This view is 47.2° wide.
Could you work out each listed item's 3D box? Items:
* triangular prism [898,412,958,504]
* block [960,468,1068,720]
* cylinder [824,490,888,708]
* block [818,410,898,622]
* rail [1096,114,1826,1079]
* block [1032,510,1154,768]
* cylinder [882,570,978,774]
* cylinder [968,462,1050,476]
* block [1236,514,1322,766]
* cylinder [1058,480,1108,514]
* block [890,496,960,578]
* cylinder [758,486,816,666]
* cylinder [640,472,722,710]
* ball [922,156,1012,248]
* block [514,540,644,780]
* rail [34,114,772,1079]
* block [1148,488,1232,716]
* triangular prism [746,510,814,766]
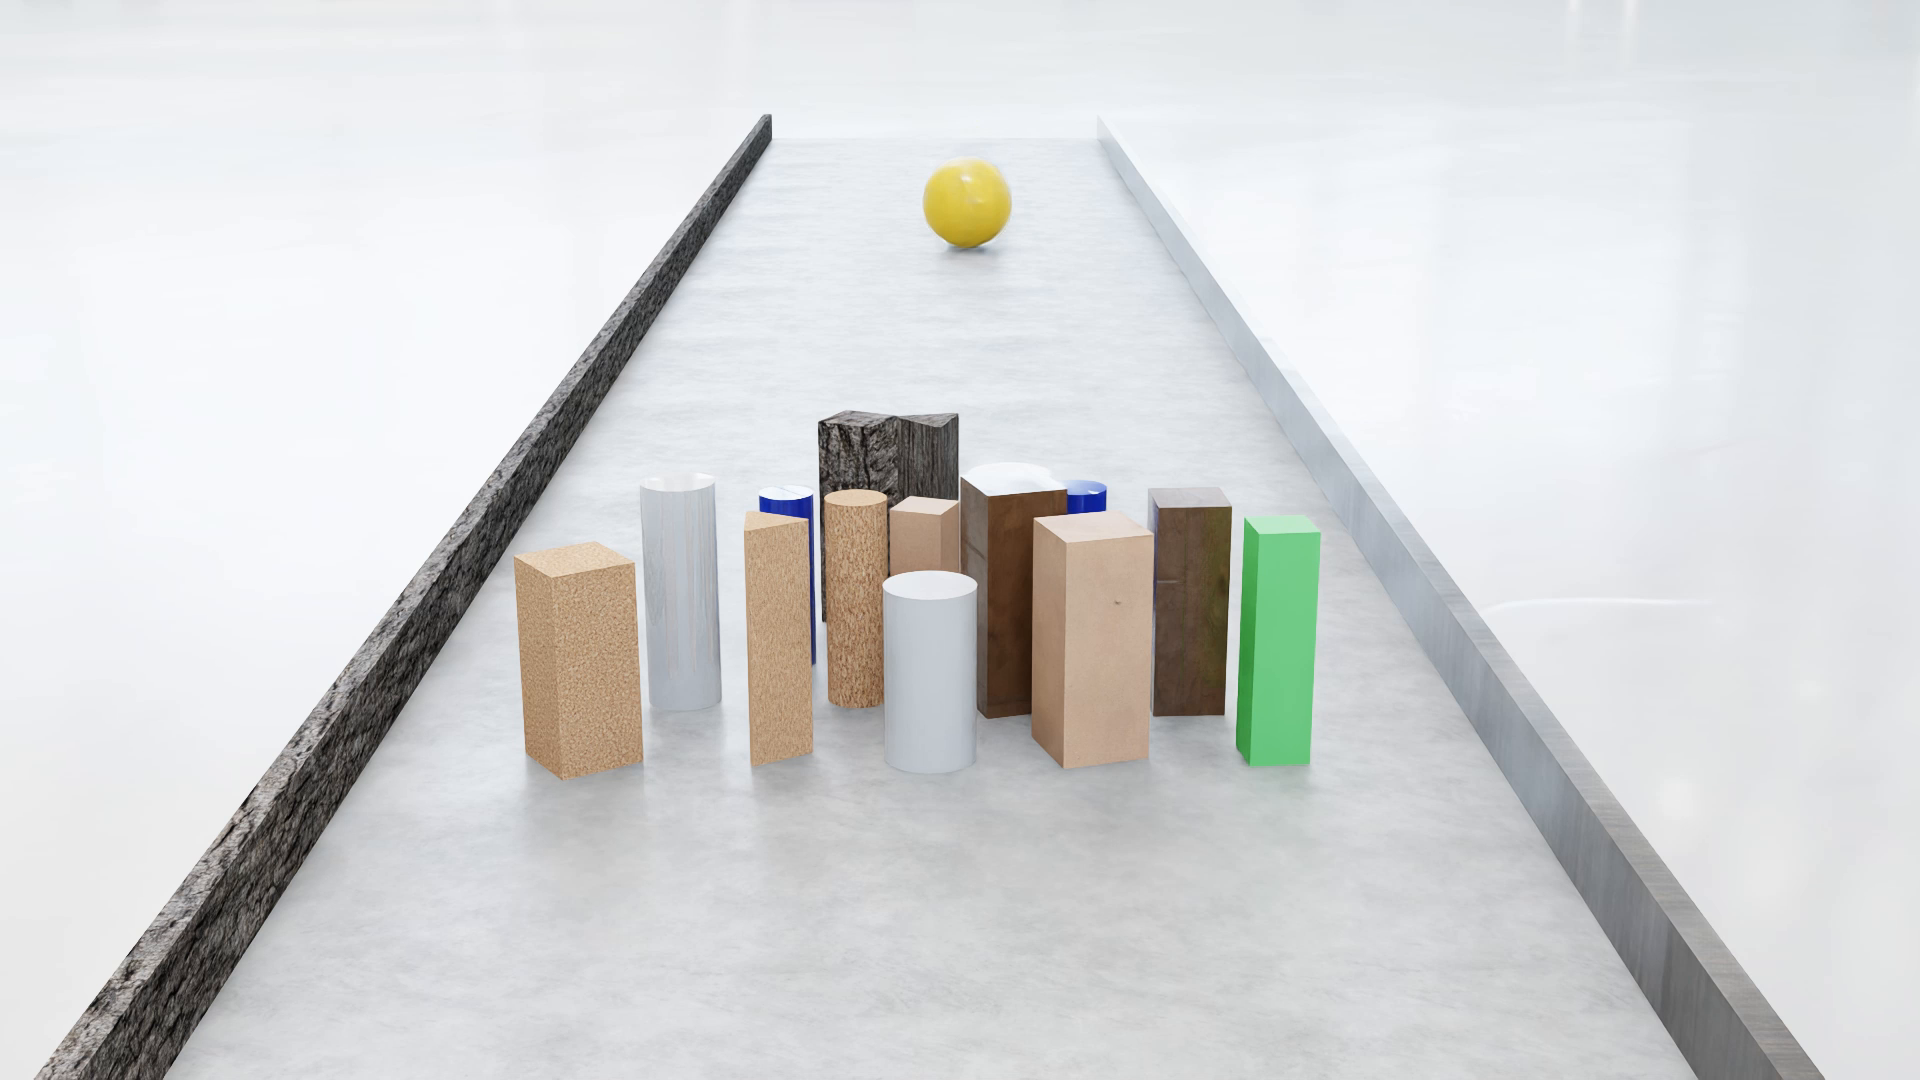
[{"bbox_3d":[-0.049,-0.091,4.877,0.123,0.373,0.142,-15,22,-42],"label":"triangular prism"},{"bbox_3d":[0.098,0.100,4.134,0.155,0.432,0.155,-6,17,-18],"label":"block"},{"bbox_3d":[-0.195,0.111,4.156,0.117,0.397,0.117,0,17,0],"label":"cylinder"},{"bbox_3d":[-0.212,-0.043,4.611,0.121,0.434,0.121,8,18,25],"label":"block"},{"bbox_3d":[0.932,-0.844,7.801,0.050,0.150,12.000,0,17,-1],"label":"rail"},{"bbox_3d":[0.233,0.175,3.910,0.162,0.416,0.162,-5,17,-18],"label":"block"},{"bbox_3d":[-0.052,0.232,3.883,0.165,0.321,0.165,0,17,0],"label":"cylinder"},{"bbox_3d":[0.104,0.011,4.637,0.173,0.315,0.173,0,17,0],"label":"cylinder"},{"bbox_3d":[0.559,0.178,3.878,0.108,0.428,0.108,-2,17,-6],"label":"block"},{"bbox_3d":[0.233,0.062,4.407,0.117,0.348,0.117,0,17,0],"label":"cylinder"},{"bbox_3d":[-0.069,0.084,4.386,0.107,0.318,0.107,6,18,19],"label":"block"},{"bbox_3d":[-0.341,0.075,4.358,0.107,0.351,0.107,0,17,0],"label":"cylinder"},{"bbox_3d":[-0.525,0.097,4.150,0.140,0.429,0.140,0,17,0],"label":"cylinder"},{"bbox_3d":[0.031,-1.449,9.420,0.388,0.388,0.388,0,17,0],"label":"ball"},{"bbox_3d":[-0.670,0.210,3.872,0.156,0.370,0.156,-11,20,-33],"label":"block"},{"bbox_3d":[-1.118,-0.838,7.780,0.050,0.150,12.000,0,17,-1],"label":"rail"},{"bbox_3d":[0.425,0.115,4.126,0.135,0.406,0.135,-1,17,-3],"label":"block"},{"bbox_3d":[-0.344,0.169,3.898,0.125,0.434,0.108,-10,20,-31],"label":"triangular prism"}]
